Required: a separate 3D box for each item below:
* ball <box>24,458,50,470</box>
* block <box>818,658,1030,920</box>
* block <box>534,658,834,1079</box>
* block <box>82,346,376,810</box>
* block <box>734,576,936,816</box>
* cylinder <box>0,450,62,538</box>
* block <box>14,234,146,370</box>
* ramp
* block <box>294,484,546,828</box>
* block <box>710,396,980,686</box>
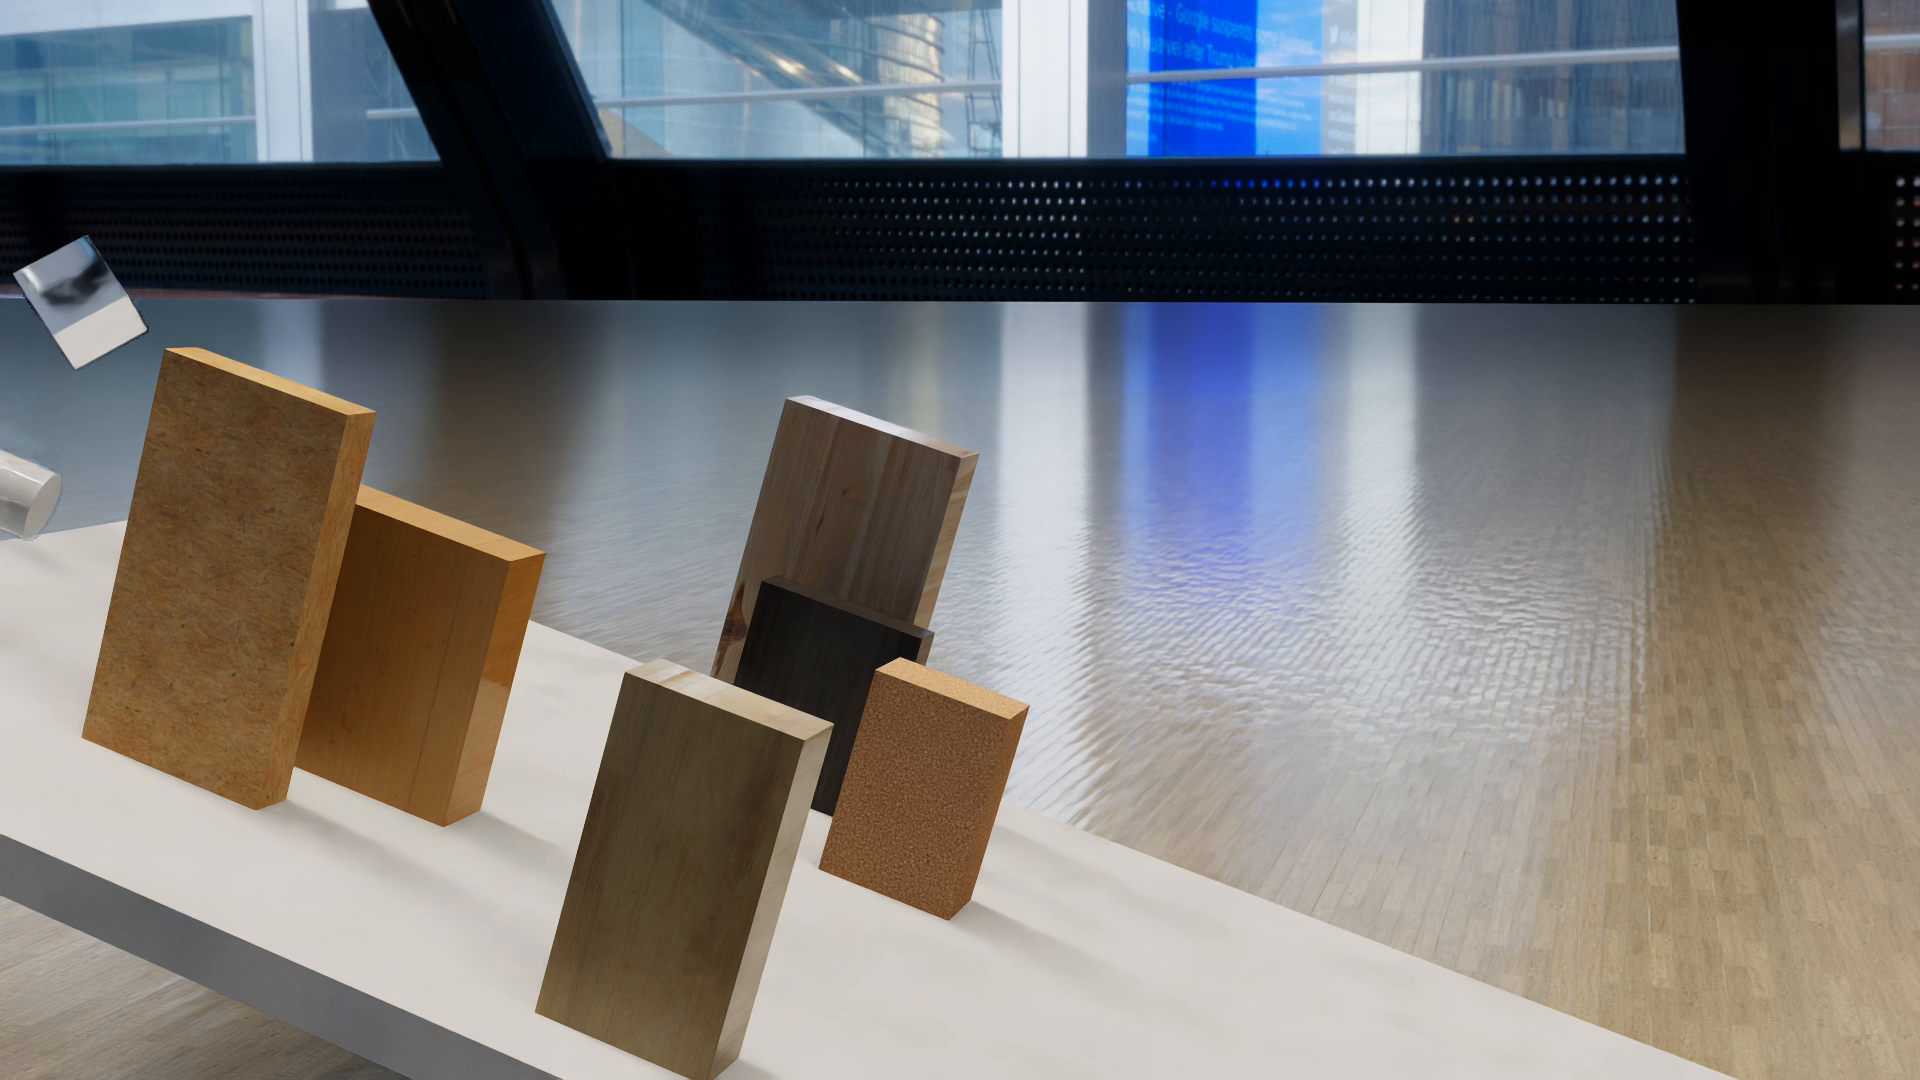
[{"bbox_3d":[-2.056,-0.127,4.849,0.107,0.107,0.107,0,7,0],"label":"ball"},{"bbox_3d":[-0.072,0.491,4.366,0.284,0.427,0.150,19,12,14],"label":"block"},{"bbox_3d":[-0.429,0.510,3.404,0.303,0.574,0.127,19,12,14],"label":"block"},{"bbox_3d":[-1.299,0.067,3.892,0.376,0.733,0.091,19,12,14],"label":"block"},{"bbox_3d":[-0.297,0.346,4.713,0.374,0.436,0.089,19,12,14],"label":"block"},{"bbox_3d":[-1.861,-0.094,4.304,0.139,0.139,0.139,24,5,-5],"label":"cylinder"},{"bbox_3d":[-1.998,-0.540,4.999,0.182,0.182,0.182,-33,-13,-16],"label":"block"},{"bbox_3d":[-0.369,0.711,4.234,4.000,0.100,2.000,19,12,14],"label":"ramp"},{"bbox_3d":[-1.049,0.209,4.103,0.419,0.521,0.135,19,12,14],"label":"block"},{"bbox_3d":[-0.279,0.114,4.968,0.426,0.782,0.138,19,12,14],"label":"block"}]
